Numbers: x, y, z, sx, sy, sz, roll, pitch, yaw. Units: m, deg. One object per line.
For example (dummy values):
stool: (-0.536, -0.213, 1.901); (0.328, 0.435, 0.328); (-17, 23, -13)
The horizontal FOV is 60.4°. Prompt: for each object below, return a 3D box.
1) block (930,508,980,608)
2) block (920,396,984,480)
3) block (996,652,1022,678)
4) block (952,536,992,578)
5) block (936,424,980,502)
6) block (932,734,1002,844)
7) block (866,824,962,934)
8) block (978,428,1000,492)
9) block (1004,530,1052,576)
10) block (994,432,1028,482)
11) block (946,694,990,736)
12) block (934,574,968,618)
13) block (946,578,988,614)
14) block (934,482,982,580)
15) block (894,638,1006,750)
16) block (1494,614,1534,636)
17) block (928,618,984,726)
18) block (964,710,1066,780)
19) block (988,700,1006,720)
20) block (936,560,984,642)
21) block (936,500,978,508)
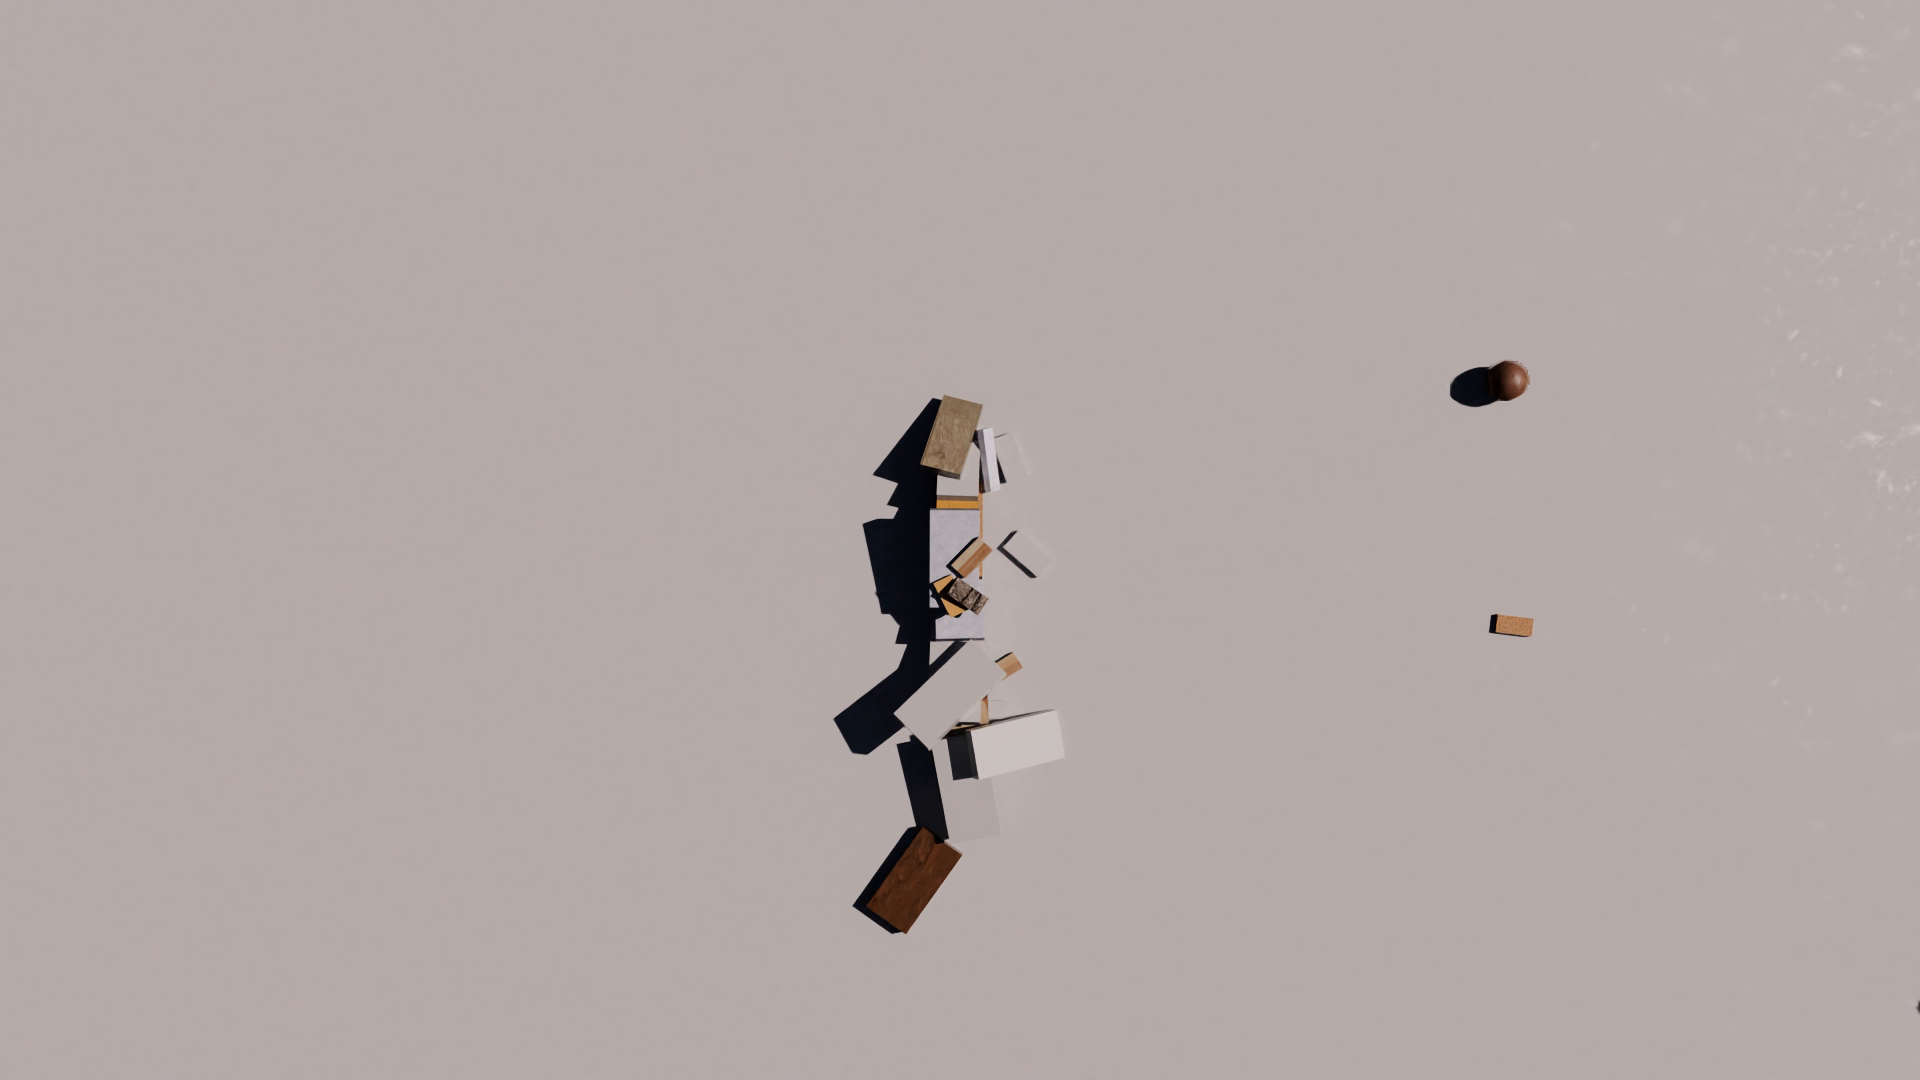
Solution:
block: (-0.018, 0.058, 5.347); (0.160, 0.045, 0.320); (0, 101, 0)
block: (-0.027, -0.338, 5.419); (0.135, 0.038, 0.271); (15, 66, 7)
block: (0.142, 0.431, 5.492); (0.120, 0.017, 0.060); (-33, 90, 0)
block: (0.039, 0.056, 5.314); (0.063, 0.018, 0.127); (43, 98, -7)
block: (-0.004, -0.258, 5.424); (0.135, 0.038, 0.271); (2, 65, 1)
block: (0.022, 0.812, 5.422); (0.172, 0.049, 0.345); (-11, 93, 3)
block: (-0.151, 1.127, 5.477); (0.161, 0.046, 0.321); (35, 90, 0)
block: (0.096, -0.264, 5.451); (0.022, 0.076, 0.208); (-5, 96, 26)
block: (0.226, 0.046, 5.489); (0.152, 0.022, 0.076); (41, 90, 0)
block: (0.165, -0.275, 5.489); (0.076, 0.022, 0.152); (-20, 90, 0)
block: (0.010, 0.639, 5.462); (0.172, 0.049, 0.345); (-2, 93, 3)
block: (-0.029, 0.181, 5.338); (0.063, 0.018, 0.127); (-26, 100, 5)
block: (0.023, 0.181, 5.324); (0.127, 0.018, 0.063); (35, 82, -15)
block: (-0.006, -0.032, 5.441); (0.160, 0.045, 0.320); (0, 76, 0)
block: (-0.032, 0.501, 5.345); (0.350, 0.046, 0.161); (-43, 74, -11)
block: (1.844, 0.284, 5.492); (0.120, 0.017, 0.060); (7, 90, 0)
block: (-0.014, 0.432, 5.417); (0.172, 0.049, 0.345); (1, 71, 4)
block: (0.182, 0.669, 5.409); (0.321, 0.046, 0.161); (-11, 92, -25)
block: (0.092, 0.563, 5.487); (0.120, 0.017, 0.060); (1, 93, 2)
block: (-0.002, 0.171, 5.438); (0.160, 0.045, 0.319); (-1, 75, 0)
block: (-0.007, -0.170, 5.424); (0.135, 0.038, 0.271); (1, 65, 0)
